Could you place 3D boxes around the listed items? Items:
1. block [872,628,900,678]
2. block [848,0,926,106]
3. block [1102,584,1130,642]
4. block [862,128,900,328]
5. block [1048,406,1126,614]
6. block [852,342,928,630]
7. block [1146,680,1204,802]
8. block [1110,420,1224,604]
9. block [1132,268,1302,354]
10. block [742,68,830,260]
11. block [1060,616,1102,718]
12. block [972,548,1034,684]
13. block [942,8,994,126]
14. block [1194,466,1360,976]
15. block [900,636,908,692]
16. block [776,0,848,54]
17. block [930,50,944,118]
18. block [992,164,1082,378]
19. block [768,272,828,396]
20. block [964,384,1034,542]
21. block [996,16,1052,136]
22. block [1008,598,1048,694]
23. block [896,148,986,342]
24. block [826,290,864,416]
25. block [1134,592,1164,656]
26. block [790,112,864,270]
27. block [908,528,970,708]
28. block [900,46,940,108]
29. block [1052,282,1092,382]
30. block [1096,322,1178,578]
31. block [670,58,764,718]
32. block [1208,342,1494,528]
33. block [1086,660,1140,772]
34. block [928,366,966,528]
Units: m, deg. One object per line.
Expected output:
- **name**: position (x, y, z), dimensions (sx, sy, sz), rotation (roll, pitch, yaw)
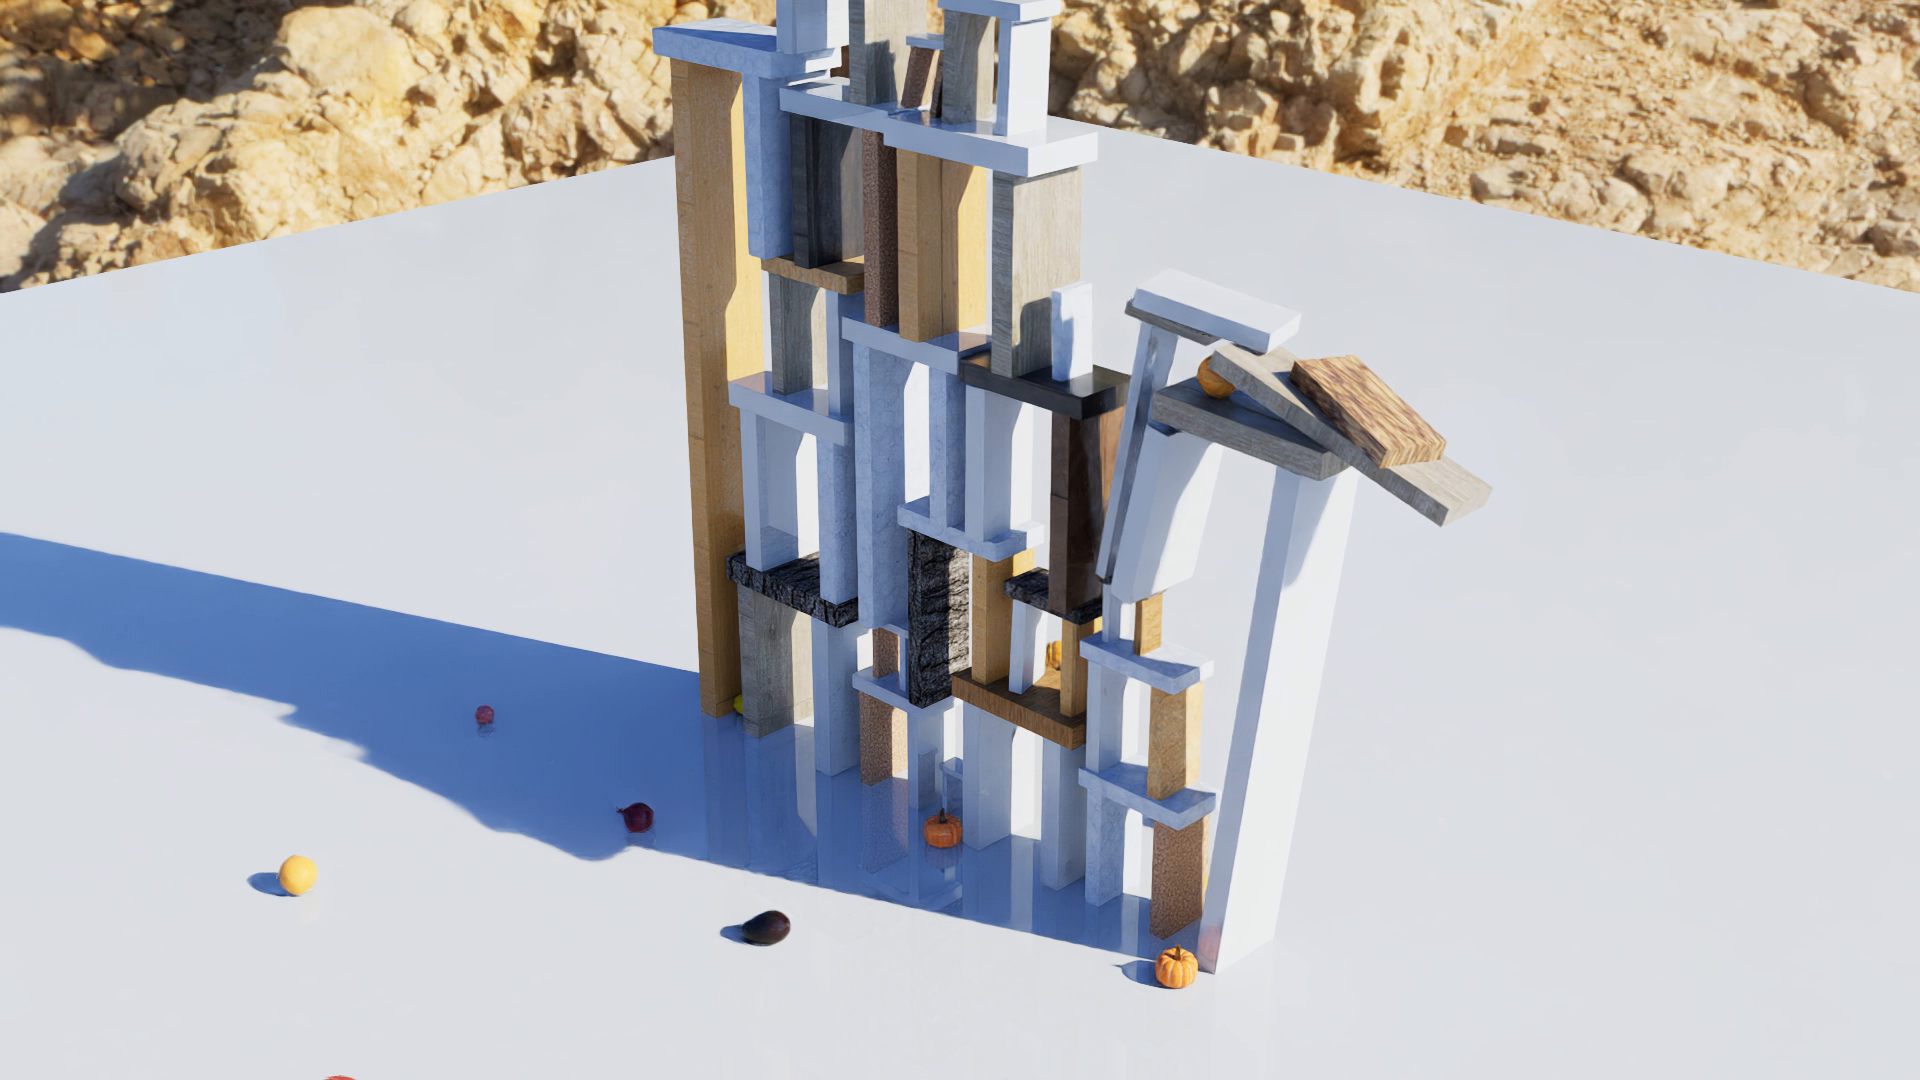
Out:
- **block**: position (-0.150, 0.217, 4.475), dimensions (0.060, 0.120, 0.017), rotation (-21, 31, -41)
- **block**: position (-0.130, -0.980, 3.951), dimensions (0.043, 0.373, 0.153), rotation (21, 31, 41)
- **block**: position (0.283, 0.124, 3.976), dimensions (0.057, 0.113, 0.016), rotation (-21, 31, -40)
- **block**: position (-0.111, -0.592, 4.093), dimensions (0.148, 0.368, 0.042), rotation (-21, 31, -41)
- **block**: position (0.227, -0.066, 3.950), dimensions (0.042, 0.379, 0.149), rotation (21, 31, 40)
- **block**: position (-0.132, -0.120, 4.319), dimensions (0.155, 0.589, 0.044), rotation (-21, 31, -40)
- **block**: position (0.387, 0.349, 3.956), dimensions (0.031, 0.221, 0.111), rotation (21, 31, 40)
- **block**: position (0.363, -0.064, 3.802), dimensions (0.170, 0.339, 0.048), rotation (-21, 44, -40)
- **block**: position (0.424, -0.381, 3.637), dimensions (0.247, 0.035, 0.124), rotation (23, 32, 24)
- **block**: position (-0.332, -0.738, 4.270), dimensions (0.177, 0.355, 0.050), rotation (-21, 31, -40)
- **block**: position (0.229, 0.223, 4.071), dimensions (0.027, 0.193, 0.096), rotation (21, 31, 40)
- **block**: position (0.082, 0.132, 4.194), dimensions (0.037, 0.263, 0.131), rotation (21, 31, 40)
- **block**: position (0.015, -0.834, 3.849), dimensions (0.028, 0.197, 0.099), rotation (23, 32, 39)
- **block**: position (0.540, 0.306, 3.768), dimensions (0.170, 0.995, 0.048), rotation (-21, 38, -41)
- **block**: position (-0.094, 0.239, 4.423), dimensions (0.017, 0.120, 0.060), rotation (21, 31, 41)
- **block**: position (-0.269, -1.066, 4.070), dimensions (0.153, 0.306, 0.043), rotation (-21, 33, -41)
- **block**: position (-0.020, -0.810, 3.892), dimensions (0.057, 0.121, 0.016), rotation (-22, 44, -41)
- **block**: position (0.135, -0.483, 3.872), dimensions (0.050, 0.365, 0.176), rotation (21, 31, 40)
- **block**: position (-0.319, -0.423, 4.390), dimensions (0.124, 0.248, 0.035), rotation (-20, 30, -39)
- **block**: position (0.073, -0.160, 4.069), dimensions (0.042, 0.299, 0.149), rotation (17, 29, 34)
- **block**: position (0.108, -0.798, 3.764), dimensions (0.028, 0.197, 0.099), rotation (23, 32, 39)
- **block**: position (0.131, 0.184, 4.160), dimensions (0.027, 0.193, 0.096), rotation (14, 27, 25)
- **block**: position (-0.032, -0.553, 4.022), dimensions (0.176, 0.353, 0.050), rotation (-21, 31, -40)
- **block**: position (-0.202, -0.378, 4.285), dimensions (0.035, 0.248, 0.124), rotation (21, 31, 40)
- **block**: position (0.336, 0.145, 3.926), dimensions (0.057, 0.113, 0.016), rotation (-22, 31, -40)
- **block**: position (-0.252, -0.679, 4.208), dimensions (0.042, 0.296, 0.148), rotation (21, 31, 40)
- **block**: position (-0.042, 0.137, 4.332), dimensions (0.131, 0.379, 0.037), rotation (-21, 31, -40)
- **block**: position (-0.071, -0.833, 3.940), dimensions (0.057, 0.113, 0.016), rotation (-21, 46, -41)
- **block**: position (0.197, -0.366, 3.856), dimensions (0.081, 0.161, 0.023), rotation (-21, 29, -40)
- **block**: position (0.309, -0.162, 3.823), dimensions (0.081, 0.505, 0.023), rotation (-22, 42, -41)
- **block**: position (-0.492, -0.300, 4.627), dimensions (0.050, 1.439, 0.177), rotation (19, 30, 37)
- **block**: position (0.612, -0.180, 3.474), dimensions (0.124, 0.035, 0.479), rotation (-22, 49, -41)
- **block**: position (0.282, 0.308, 4.052), dimensions (0.031, 0.221, 0.111), rotation (21, 31, 40)
- **block**: position (0.013, -0.192, 4.129), dimensions (0.044, 0.310, 0.155), rotation (21, 31, 41)
